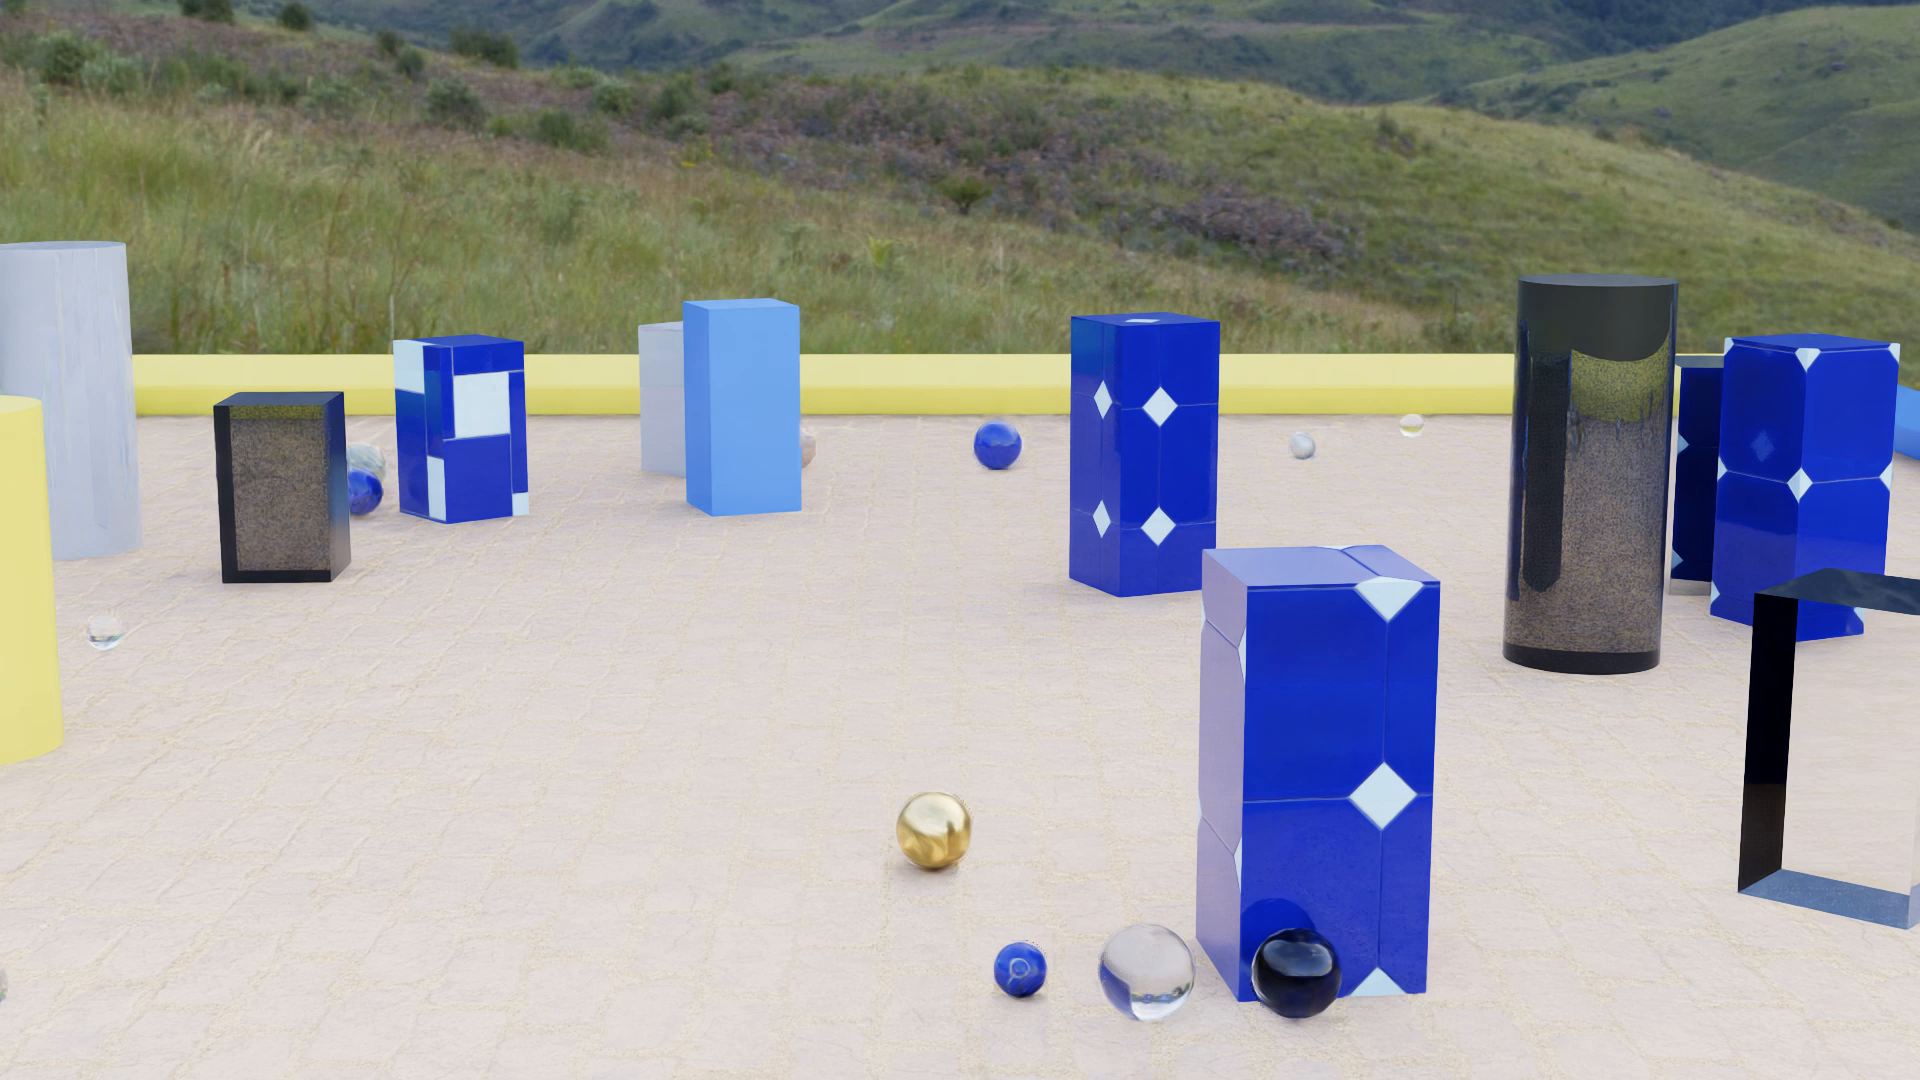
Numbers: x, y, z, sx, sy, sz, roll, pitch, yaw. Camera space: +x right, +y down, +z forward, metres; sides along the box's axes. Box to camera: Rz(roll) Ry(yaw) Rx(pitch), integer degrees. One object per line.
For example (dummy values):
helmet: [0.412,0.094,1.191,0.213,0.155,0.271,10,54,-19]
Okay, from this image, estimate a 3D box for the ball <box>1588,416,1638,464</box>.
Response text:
ball: [1.197,-0.182,4.700,0.089,0.089,0.089,0,11,0]

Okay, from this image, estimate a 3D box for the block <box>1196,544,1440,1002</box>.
block: [0.284,0.183,2.068,0.152,0.333,0.152,-1,11,-7]

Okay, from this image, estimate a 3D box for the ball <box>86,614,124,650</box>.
ball: [-1.073,0.116,3.219,0.045,0.045,0.045,0,11,0]

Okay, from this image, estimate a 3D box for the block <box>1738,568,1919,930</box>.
block: [0.798,0.178,2.262,0.152,0.272,0.152,9,14,40]

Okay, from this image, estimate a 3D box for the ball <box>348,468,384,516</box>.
ball: [-0.978,-0.078,4.172,0.078,0.078,0.078,0,11,0]

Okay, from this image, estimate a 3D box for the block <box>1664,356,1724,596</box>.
block: [1.061,-0.092,3.594,0.152,0.317,0.152,0,11,2]

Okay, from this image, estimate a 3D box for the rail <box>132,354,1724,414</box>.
rail: [-0.011,-0.322,5.351,3.574,0.124,0.045,0,11,0]

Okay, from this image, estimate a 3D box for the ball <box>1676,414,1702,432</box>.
ball: [1.421,-0.220,5.006,0.051,0.051,0.051,0,11,0]

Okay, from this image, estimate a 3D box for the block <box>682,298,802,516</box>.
block: [-0.360,-0.221,4.232,0.152,0.337,0.152,-4,11,-21]

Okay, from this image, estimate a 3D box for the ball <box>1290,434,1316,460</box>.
ball: [0.635,-0.172,4.753,0.049,0.049,0.049,0,11,0]

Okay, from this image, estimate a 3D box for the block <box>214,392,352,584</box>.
block: [-0.972,-0.078,3.687,0.152,0.254,0.152,0,11,-3]

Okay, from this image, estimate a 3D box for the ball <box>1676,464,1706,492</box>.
ball: [1.254,-0.105,4.396,0.048,0.048,0.048,0,11,0]

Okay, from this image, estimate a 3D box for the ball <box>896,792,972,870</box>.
ball: [-0.024,0.266,2.345,0.070,0.070,0.070,0,11,0]

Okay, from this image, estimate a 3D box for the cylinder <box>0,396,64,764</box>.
cylinder: [-1.067,0.041,2.733,0.191,0.370,0.191,0,11,0]

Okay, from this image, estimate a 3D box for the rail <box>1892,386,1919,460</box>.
rail: [1.763,0.030,3.459,0.045,0.124,3.916,0,11,0]

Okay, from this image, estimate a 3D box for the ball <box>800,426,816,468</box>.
ball: [-0.300,-0.167,4.636,0.082,0.082,0.082,0,11,0]

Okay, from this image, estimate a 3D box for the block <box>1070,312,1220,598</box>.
block: [0.257,-0.123,3.601,0.152,0.375,0.152,-5,12,-24]

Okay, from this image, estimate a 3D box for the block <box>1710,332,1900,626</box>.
block: [1.103,-0.076,3.357,0.152,0.371,0.152,-5,12,-24]

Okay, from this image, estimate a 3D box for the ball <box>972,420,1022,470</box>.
ball: [0.067,-0.172,4.644,0.090,0.090,0.090,0,11,0]

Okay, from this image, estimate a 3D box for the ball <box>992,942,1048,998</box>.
ball: [0.048,0.339,2.025,0.043,0.043,0.043,0,11,0]

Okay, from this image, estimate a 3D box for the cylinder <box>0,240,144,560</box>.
cylinder: [-1.342,-0.214,3.863,0.191,0.458,0.191,0,11,0]

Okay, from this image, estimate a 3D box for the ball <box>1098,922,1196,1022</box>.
ball: [0.144,0.333,1.976,0.075,0.075,0.075,0,11,0]

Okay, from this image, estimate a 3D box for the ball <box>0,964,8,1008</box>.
ball: [-0.760,0.342,1.966,0.058,0.058,0.058,0,11,0]

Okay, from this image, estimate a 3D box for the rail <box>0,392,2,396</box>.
rail: [-1.763,0.034,3.439,0.045,0.124,3.916,0,11,0]

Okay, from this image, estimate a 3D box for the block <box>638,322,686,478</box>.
block: [-0.468,-0.256,4.620,0.152,0.263,0.152,10,15,43]

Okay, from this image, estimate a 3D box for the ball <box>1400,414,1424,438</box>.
ball: [0.888,-0.225,5.043,0.048,0.048,0.048,0,11,0]

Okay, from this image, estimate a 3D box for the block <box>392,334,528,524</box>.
block: [-0.812,-0.183,4.176,0.152,0.282,0.152,-9,14,-40]

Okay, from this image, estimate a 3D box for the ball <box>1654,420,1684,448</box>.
ball: [1.353,-0.201,4.896,0.055,0.055,0.055,0,11,0]

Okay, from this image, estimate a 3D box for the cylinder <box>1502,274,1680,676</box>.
cylinder: [0.770,-0.084,3.141,0.191,0.467,0.191,0,11,0]

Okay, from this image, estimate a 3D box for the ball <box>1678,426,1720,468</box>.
ball: [1.345,-0.170,4.670,0.075,0.075,0.075,0,11,0]

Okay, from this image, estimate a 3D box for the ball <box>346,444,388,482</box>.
ball: [-1.022,-0.121,4.379,0.087,0.087,0.087,0,11,0]

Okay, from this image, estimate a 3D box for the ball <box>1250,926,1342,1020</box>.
ball: [0.260,0.334,1.979,0.070,0.070,0.070,0,11,0]
